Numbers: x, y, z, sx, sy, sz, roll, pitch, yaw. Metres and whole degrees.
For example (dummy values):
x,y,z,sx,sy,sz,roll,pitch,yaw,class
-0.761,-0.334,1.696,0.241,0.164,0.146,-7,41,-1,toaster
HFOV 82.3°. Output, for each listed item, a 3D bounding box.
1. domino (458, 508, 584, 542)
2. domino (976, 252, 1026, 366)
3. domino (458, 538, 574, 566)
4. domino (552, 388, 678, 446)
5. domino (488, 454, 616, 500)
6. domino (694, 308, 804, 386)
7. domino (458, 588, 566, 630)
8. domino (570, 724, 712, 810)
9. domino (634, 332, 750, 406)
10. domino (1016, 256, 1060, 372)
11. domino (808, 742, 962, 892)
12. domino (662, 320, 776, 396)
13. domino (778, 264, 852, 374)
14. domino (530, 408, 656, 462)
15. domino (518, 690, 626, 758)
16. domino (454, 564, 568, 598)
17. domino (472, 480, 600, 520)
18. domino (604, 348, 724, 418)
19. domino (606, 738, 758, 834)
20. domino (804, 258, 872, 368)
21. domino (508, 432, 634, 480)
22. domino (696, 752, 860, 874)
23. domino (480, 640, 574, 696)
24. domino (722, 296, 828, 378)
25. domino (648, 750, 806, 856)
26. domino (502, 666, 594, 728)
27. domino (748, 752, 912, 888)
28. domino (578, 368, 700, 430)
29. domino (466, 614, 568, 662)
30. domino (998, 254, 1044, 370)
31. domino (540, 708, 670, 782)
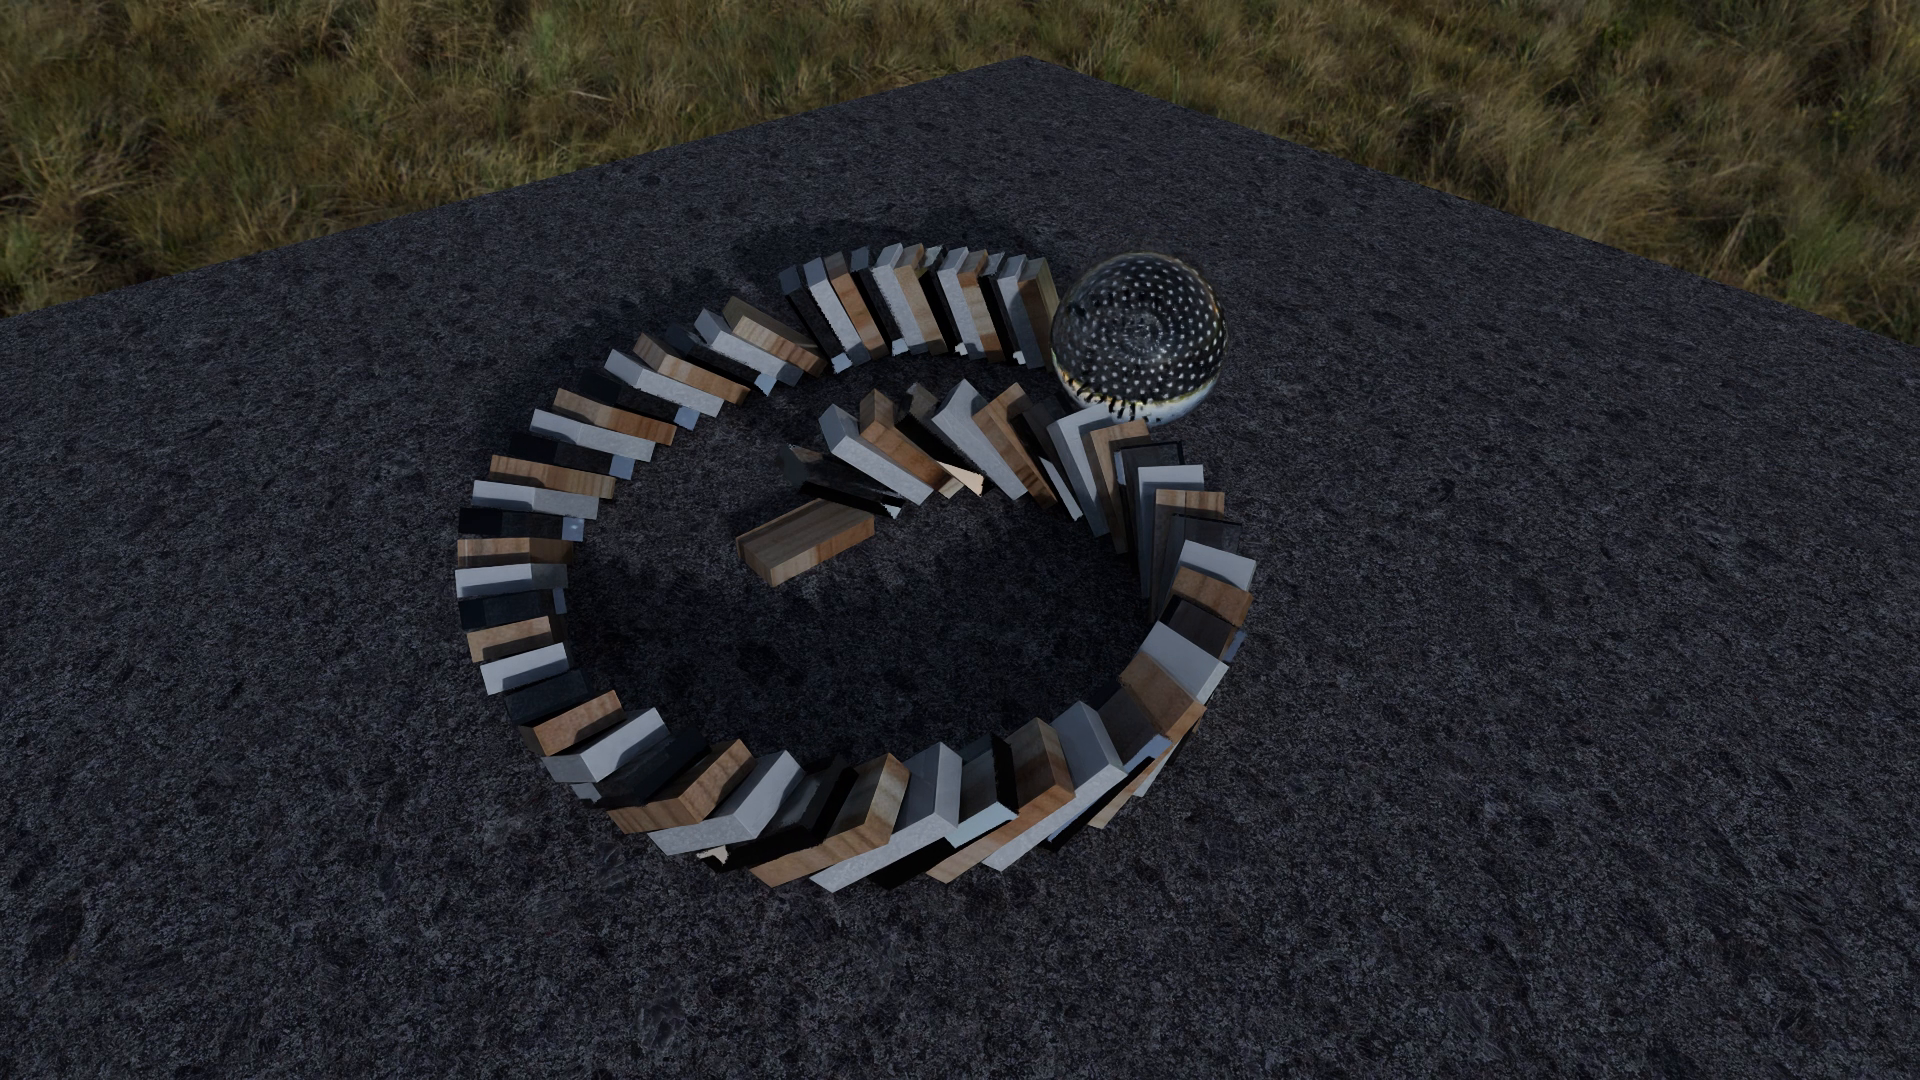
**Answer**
x,y,z,sx,sy,sz,roll,pitch,yaw,class
-0.169,-0.006,0.426,0.025,0.009,0.050,4,-1,5,domino
0.024,-0.116,0.553,0.009,0.050,0.025,-8,35,23,domino
-0.166,0.005,0.414,0.025,0.010,0.050,-2,-1,-2,domino
-0.152,-0.054,0.485,0.025,0.009,0.050,21,3,24,domino
-0.166,-0.025,0.450,0.025,0.010,0.050,10,0,13,domino
-0.102,-0.093,0.533,0.050,0.010,0.025,22,20,-44,domino
-0.158,0.024,0.390,0.025,0.009,0.050,-9,0,-10,domino
-0.098,0.070,0.334,0.025,0.009,0.050,-39,12,-37,domino
-0.126,-0.080,0.517,0.025,0.009,0.050,39,12,37,domino
0.043,-0.112,0.548,0.010,0.050,0.025,-8,35,23,domino
-0.022,0.081,0.320,0.050,0.009,0.025,-34,30,27,domino
-0.114,-0.086,0.525,0.050,0.009,0.025,20,17,-48,domino
-0.072,-0.109,0.545,0.010,0.050,0.025,-28,41,5,domino
-0.157,-0.045,0.474,0.025,0.010,0.050,17,2,20,domino
-0.124,0.058,0.349,0.025,0.010,0.050,-26,5,-28,domino
-0.163,0.015,0.402,0.025,0.010,0.050,-5,-1,-6,domino
-0.168,-0.016,0.438,0.025,0.009,0.050,7,-1,9,domino
-0.136,-0.072,0.507,0.025,0.010,0.050,32,8,33,domino
-0.084,0.074,0.329,0.050,0.009,0.025,-22,17,47,domino
-0.061,-0.114,0.551,0.009,0.050,0.025,-25,41,5,domino
-0.162,-0.035,0.462,0.025,0.009,0.050,14,1,16,domino
-0.054,0.080,0.321,0.050,0.009,0.025,-27,23,38,domino
-0.144,0.042,0.368,0.025,0.009,0.050,-16,1,-18,domino
-0.091,-0.100,0.540,0.050,0.009,0.025,25,20,-36,domino
-0.069,0.078,0.324,0.050,0.009,0.025,-24,19,43,domino
-0.135,0.050,0.358,0.025,0.009,0.050,-21,3,-23,domino
-0.038,0.082,0.319,0.050,0.009,0.025,-30,26,33,domino
-0.144,-0.063,0.496,0.025,0.009,0.050,26,5,28,domino
-0.151,0.033,0.379,0.025,0.010,0.050,-13,0,-15,domino
0.033,-0.114,0.551,0.009,0.050,0.025,-8,35,23,domino
-0.111,0.064,0.341,0.025,0.010,0.050,-33,9,-34,domino
